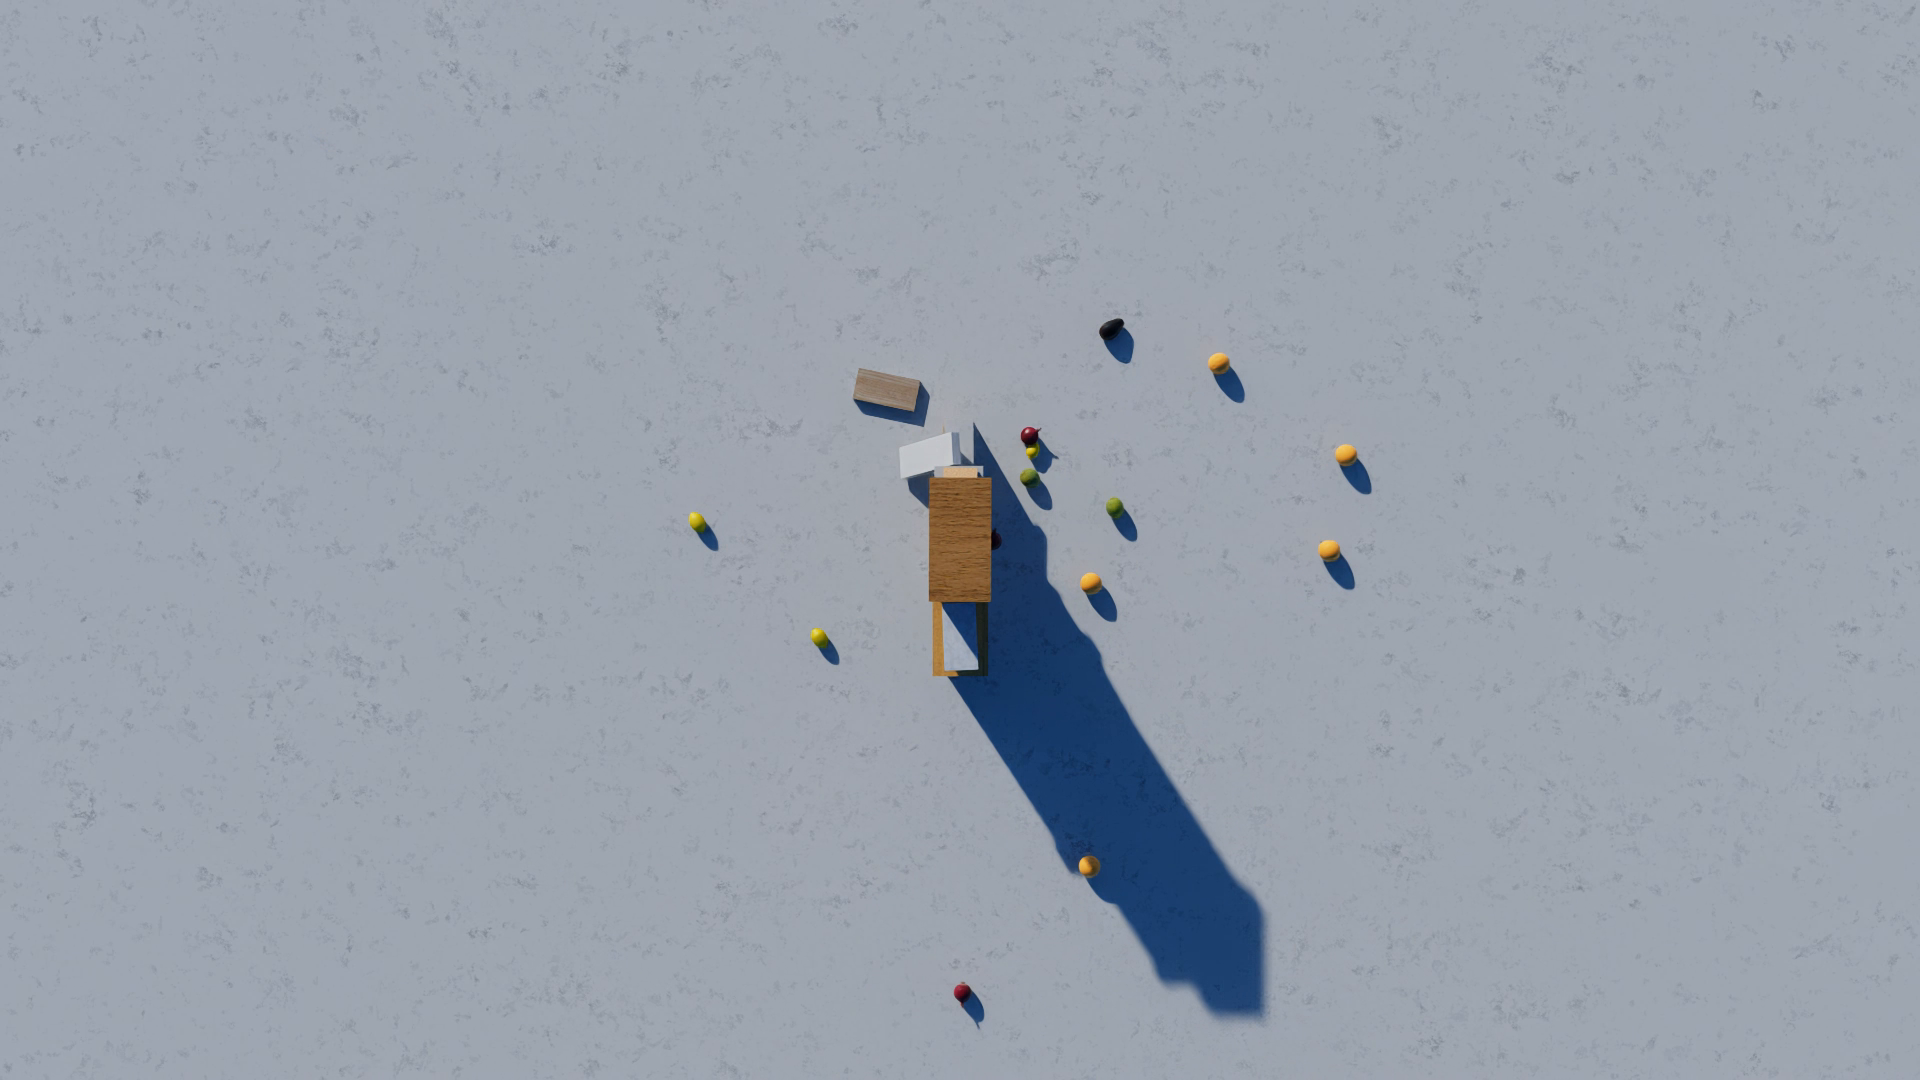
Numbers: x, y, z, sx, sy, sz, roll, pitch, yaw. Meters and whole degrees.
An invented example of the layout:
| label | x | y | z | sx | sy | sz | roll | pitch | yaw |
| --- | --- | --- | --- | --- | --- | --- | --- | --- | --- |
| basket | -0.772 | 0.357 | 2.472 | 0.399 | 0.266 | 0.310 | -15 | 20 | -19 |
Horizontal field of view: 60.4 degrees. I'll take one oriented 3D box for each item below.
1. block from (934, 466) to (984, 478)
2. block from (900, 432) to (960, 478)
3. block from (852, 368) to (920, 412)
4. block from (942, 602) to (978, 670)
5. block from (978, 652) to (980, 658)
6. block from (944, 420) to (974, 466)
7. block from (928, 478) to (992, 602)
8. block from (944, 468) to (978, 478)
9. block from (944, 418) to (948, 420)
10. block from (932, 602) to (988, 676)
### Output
| label | x | y | z | sx | sy | sz | roll | pitch | yaw |
| --- | --- | --- | --- | --- | --- | --- | --- | --- | --- |
| block | -0.003 | -0.079 | 5.174 | 0.152 | 0.043 | 0.304 | 0 | 90 | 0 |
| block | -0.100 | -0.272 | 5.342 | 0.029 | 0.343 | 0.104 | -1 | 85 | -31 |
| block | -0.244 | -0.499 | 5.485 | 0.208 | 0.029 | 0.104 | 12 | 90 | 0 |
| block | 0.000 | 0.286 | 4.895 | 0.100 | 0.028 | 0.200 | -2 | 90 | 0 |
| block | 0.007 | 0.349 | 5.009 | 0.100 | 0.200 | 0.028 | 3 | 90 | 0 |
| block | -0.003 | -0.294 | 5.300 | 0.093 | 0.026 | 0.186 | 0 | 91 | 0 |
| block | 0.000 | -0.001 | 4.728 | 0.177 | 0.050 | 0.355 | 0 | 90 | 0 |
| block | 0.000 | -0.183 | 5.049 | 0.104 | 0.208 | 0.029 | 1 | 106 | 0 |
| block | -0.007 | -0.370 | 5.406 | 0.093 | 0.186 | 0.026 | 1 | 102 | 0 |
| block | 0.001 | 0.250 | 5.133 | 0.171 | 0.049 | 0.343 | 0 | 90 | 0 |
